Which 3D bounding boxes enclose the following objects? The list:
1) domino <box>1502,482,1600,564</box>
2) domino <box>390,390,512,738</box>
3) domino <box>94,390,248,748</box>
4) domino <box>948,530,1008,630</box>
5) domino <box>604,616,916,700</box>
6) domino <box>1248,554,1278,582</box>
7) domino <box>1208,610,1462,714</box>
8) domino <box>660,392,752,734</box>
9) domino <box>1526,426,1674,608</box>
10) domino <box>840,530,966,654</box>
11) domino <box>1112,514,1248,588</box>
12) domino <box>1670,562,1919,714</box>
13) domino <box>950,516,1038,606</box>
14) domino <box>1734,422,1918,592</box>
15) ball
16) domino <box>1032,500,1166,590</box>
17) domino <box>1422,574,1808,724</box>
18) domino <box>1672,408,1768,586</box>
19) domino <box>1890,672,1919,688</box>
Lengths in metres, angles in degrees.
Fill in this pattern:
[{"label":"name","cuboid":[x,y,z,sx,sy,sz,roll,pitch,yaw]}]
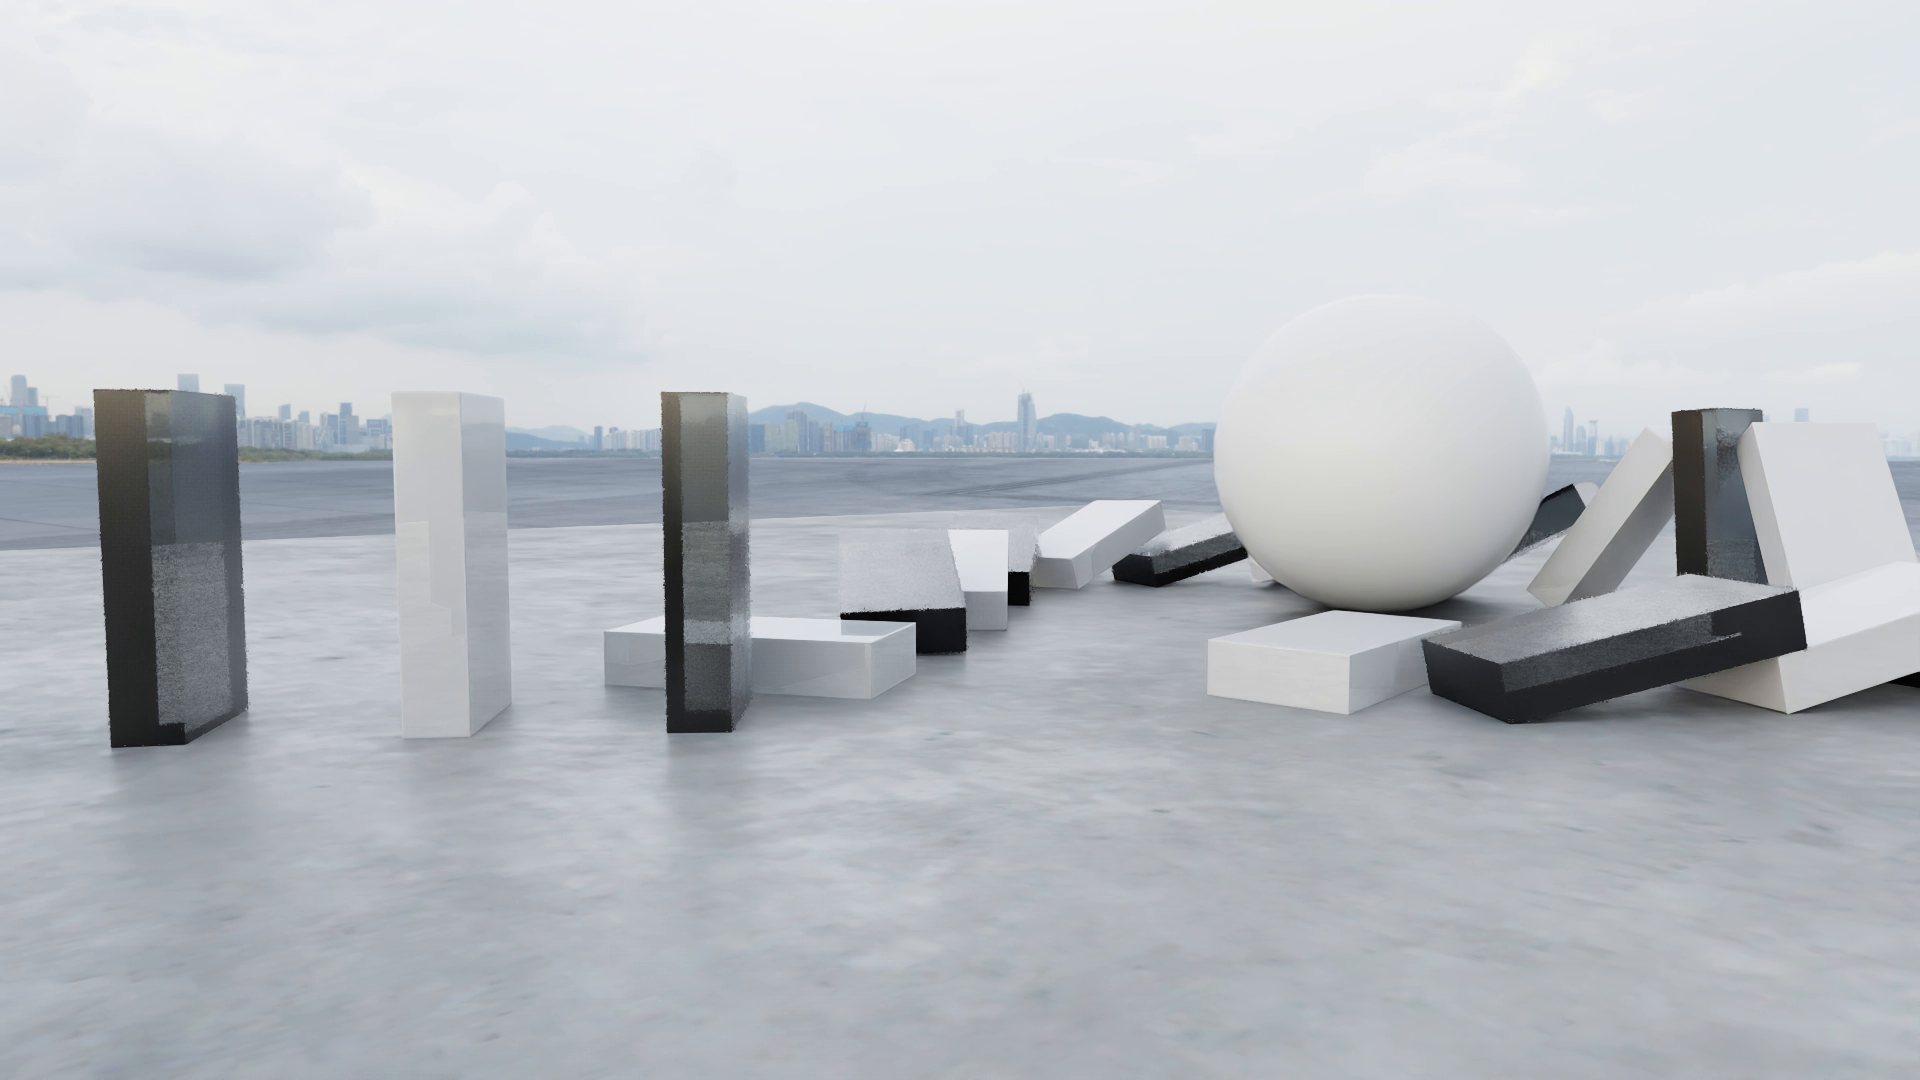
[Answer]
[{"label":"domino","cuboid":[0.146,0.000,0.346,0.050,0.010,0.025,-33,-16,35]},{"label":"domino","cuboid":[-0.077,0.003,0.196,0.009,0.050,0.025,0,4,-6]},{"label":"domino","cuboid":[-0.117,0.003,0.191,0.009,0.050,0.025,-1,4,-11]},{"label":"domino","cuboid":[-0.001,0.009,0.316,0.025,0.009,0.050,0,17,2]},{"label":"domino","cuboid":[-0.036,0.020,0.232,0.050,0.010,0.025,1,4,16]},{"label":"domino","cuboid":[0.112,0.004,0.373,0.050,0.009,0.025,-11,-6,28]},{"label":"domino","cuboid":[0.068,0.021,0.228,0.025,0.009,0.050,4,6,40]},{"label":"domino","cuboid":[-0.039,0.003,0.200,0.010,0.050,0.025,0,4,-3]},{"label":"domino","cuboid":[0.166,-0.005,0.320,0.025,0.050,0.009,-3,39,-38]},{"label":"domino","cuboid":[-0.013,0.010,0.280,0.025,0.010,0.050,-2,19,-4]},{"label":"domino","cuboid":[0.075,0.002,0.400,0.050,0.010,0.025,-16,10,-22]},{"label":"domino","cuboid":[0.151,0.016,0.218,0.050,0.010,0.025,-15,7,-10]},{"label":"domino","cuboid":[0.008,0.005,0.361,0.025,0.009,0.050,0,18,6]},{"label":"domino","cuboid":[0.187,-0.002,0.275,0.025,0.050,0.009,1,-28,8]},{"label":"ball","cuboid":[0.104,-0.022,0.322,0.080,0.080,0.080,0,4,0]},{"label":"domino","cuboid":[0.039,0.001,0.394,0.025,0.009,0.050,2,22,41]},{"label":"domino","cuboid":[0.105,0.017,0.209,0.050,0.009,0.025,-13,6,-6]},{"label":"domino","cuboid":[0.177,-0.005,0.299,0.025,0.050,0.009,-3,1,-37]},{"label":"domino","cuboid":[0.188,0.020,0.239,0.050,0.009,0.025,-2,5,-21]}]
